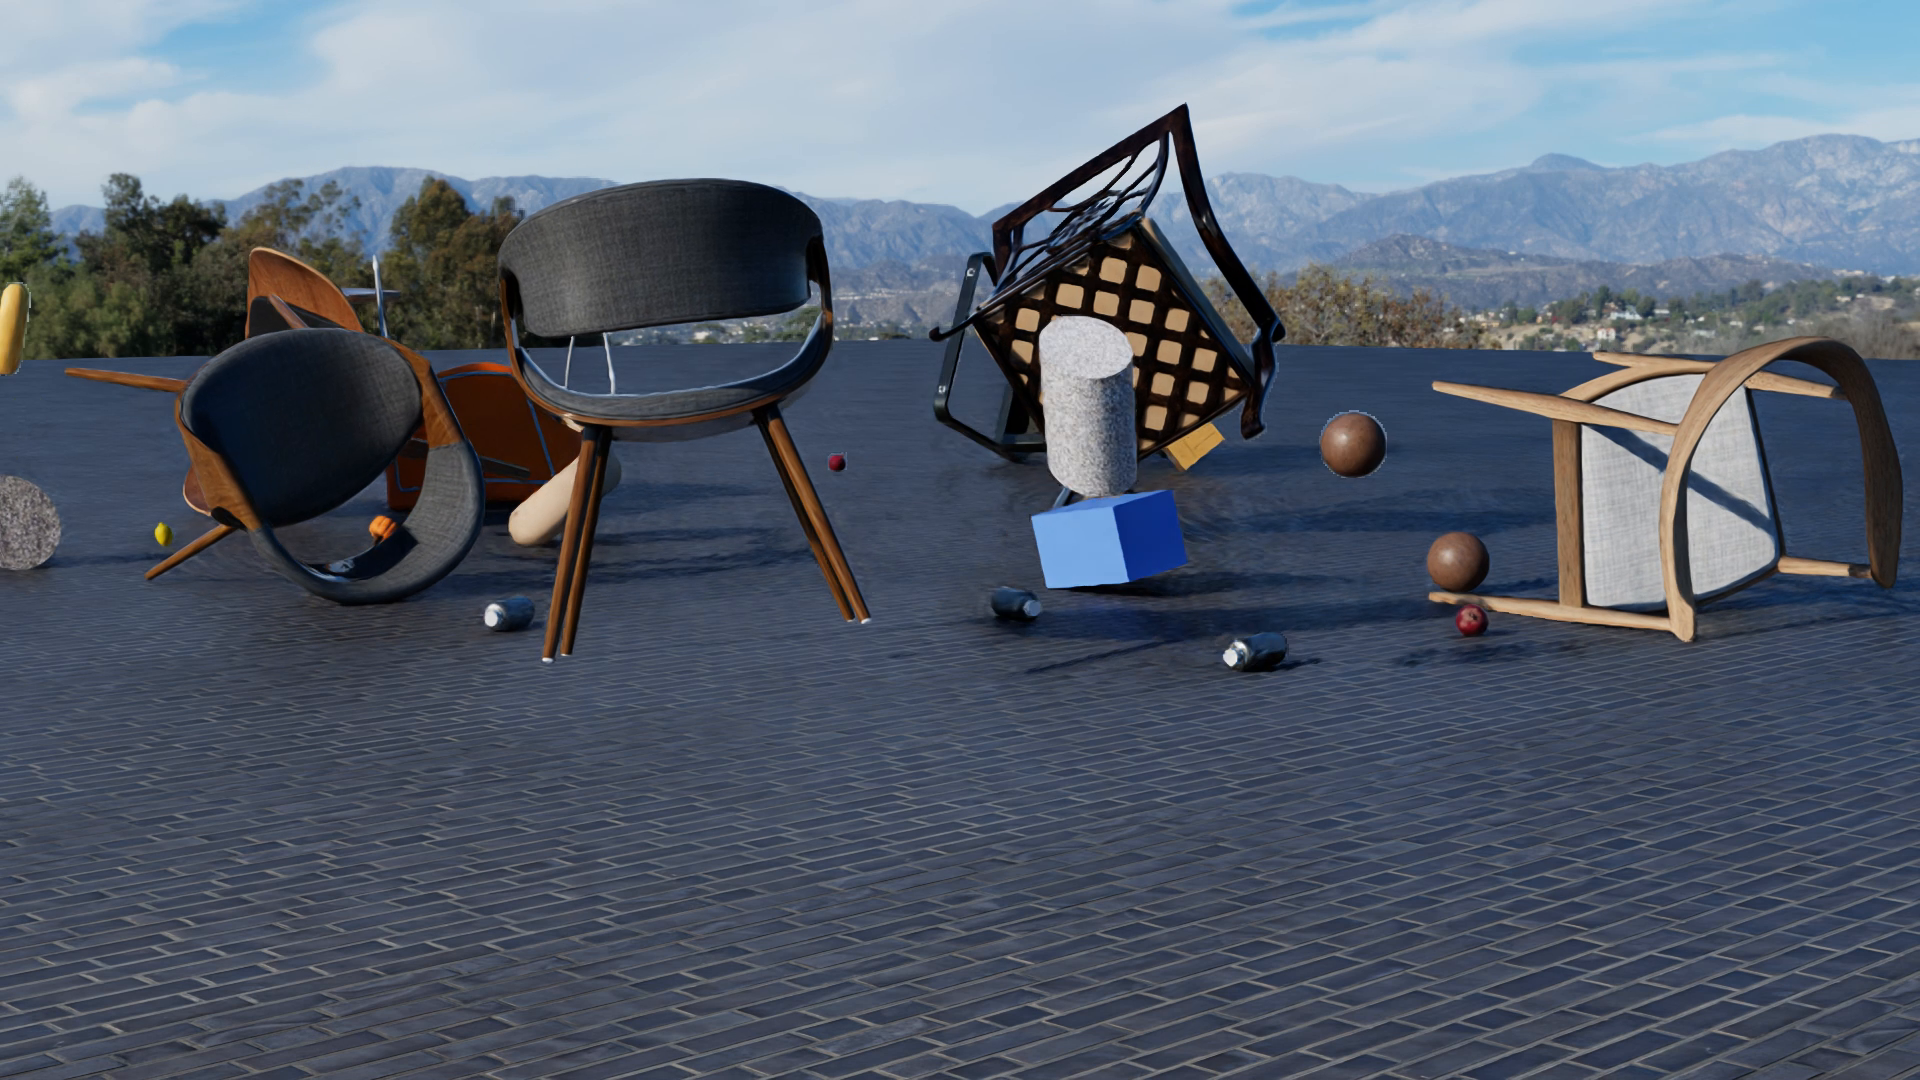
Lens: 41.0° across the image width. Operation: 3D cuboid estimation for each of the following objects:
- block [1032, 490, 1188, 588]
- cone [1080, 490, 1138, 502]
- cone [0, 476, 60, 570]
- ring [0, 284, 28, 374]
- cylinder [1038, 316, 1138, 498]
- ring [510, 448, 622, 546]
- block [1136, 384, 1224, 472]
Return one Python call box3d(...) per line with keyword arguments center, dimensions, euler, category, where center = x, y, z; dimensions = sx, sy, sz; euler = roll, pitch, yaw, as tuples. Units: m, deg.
box3d(center=(0.310, -0.001, 5.345), dimensions=(0.166, 0.158, 0.265), euler=(-16, 6, -37), category="block")
box3d(center=(0.373, -0.023, 6.320), dimensions=(0.215, 0.133, 0.171), euler=(-14, 29, 1), category="cone")
box3d(center=(-2.166, 0.002, 5.892), dimensions=(0.200, 0.245, 0.221), euler=(-35, -11, -23), category="cone")
box3d(center=(-2.144, -0.476, 5.796), dimensions=(0.057, 0.213, 0.095), euler=(8, 14, -21), category="ring")
box3d(center=(0.195, -0.201, 3.874), dimensions=(0.127, 0.225, 0.169), euler=(-23, 43, -18), category="cylinder")
box3d(center=(-0.971, -0.105, 6.318), dimensions=(0.333, 0.114, 0.288), euler=(-44, 8, -33), category="ring")
box3d(center=(0.729, -0.371, 8.511), dimensions=(0.165, 0.236, 0.193), euler=(-39, 0, -1), category="block")
